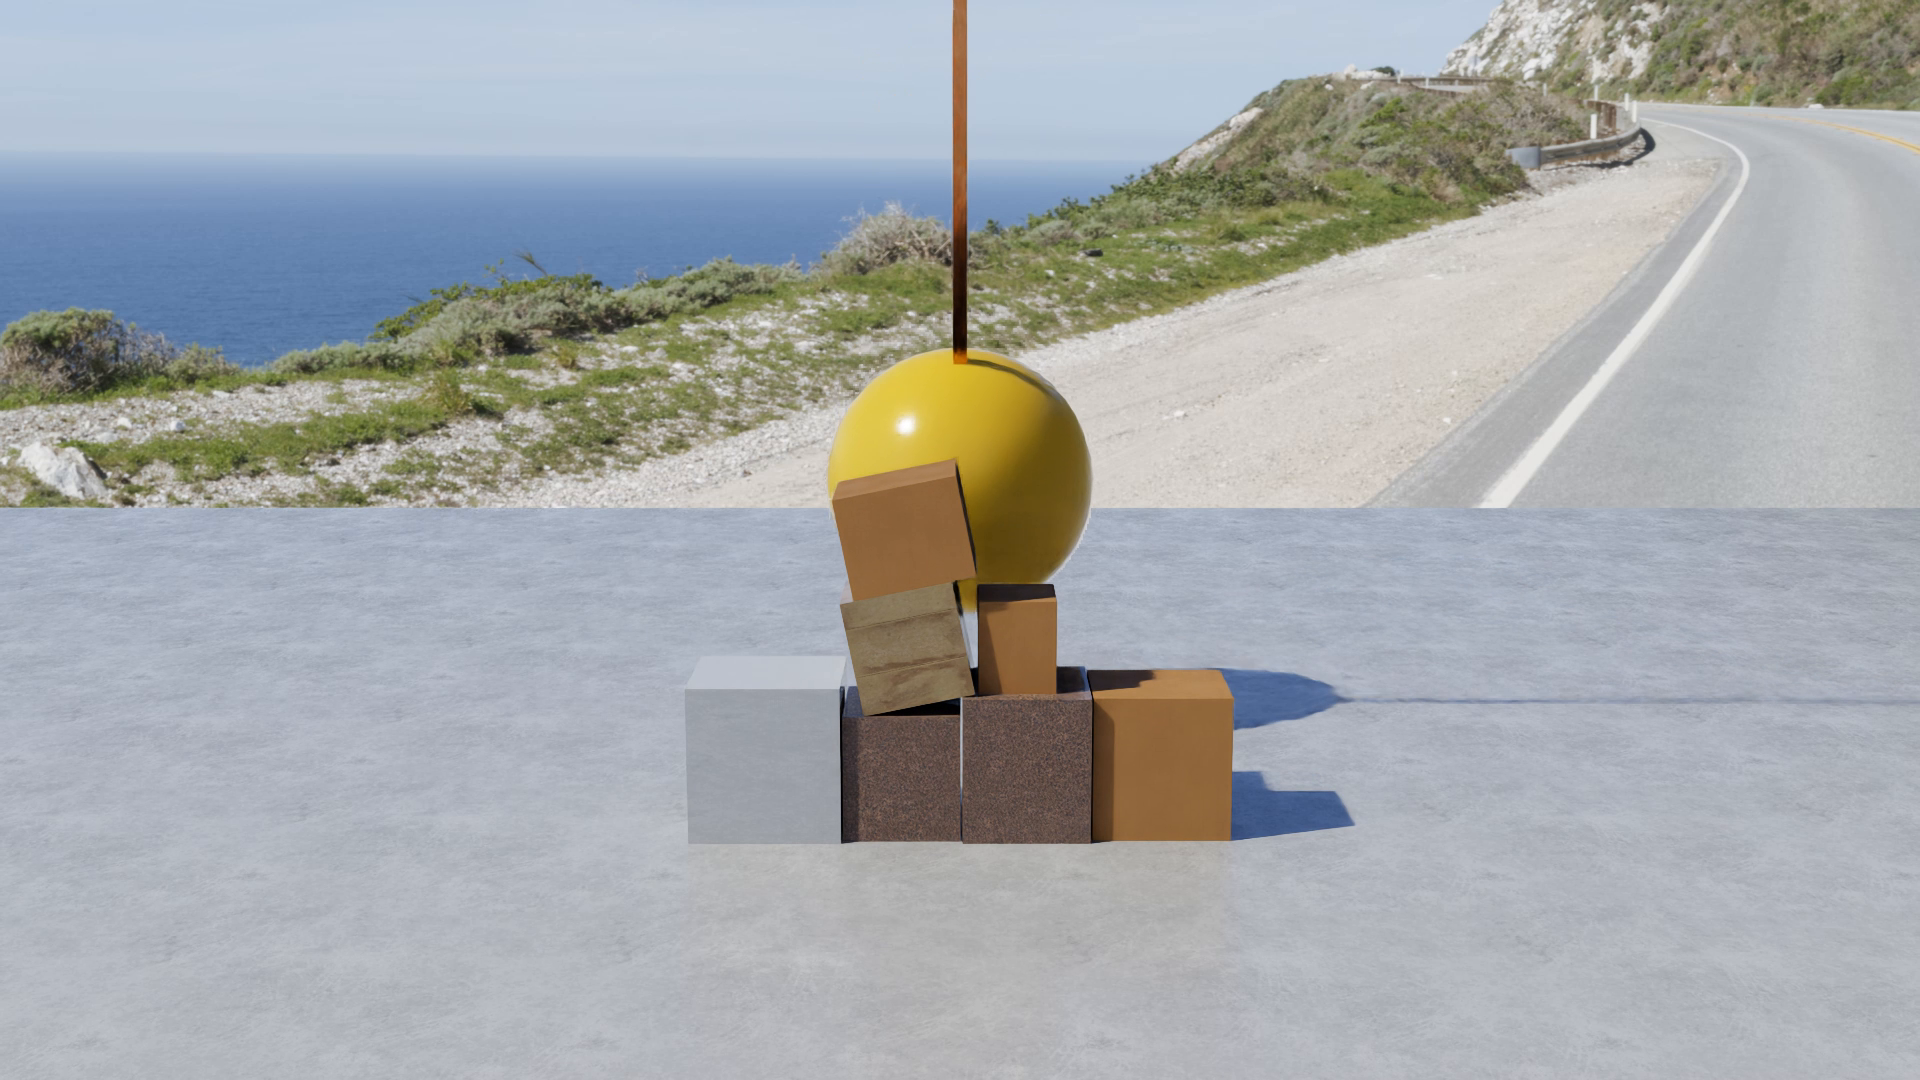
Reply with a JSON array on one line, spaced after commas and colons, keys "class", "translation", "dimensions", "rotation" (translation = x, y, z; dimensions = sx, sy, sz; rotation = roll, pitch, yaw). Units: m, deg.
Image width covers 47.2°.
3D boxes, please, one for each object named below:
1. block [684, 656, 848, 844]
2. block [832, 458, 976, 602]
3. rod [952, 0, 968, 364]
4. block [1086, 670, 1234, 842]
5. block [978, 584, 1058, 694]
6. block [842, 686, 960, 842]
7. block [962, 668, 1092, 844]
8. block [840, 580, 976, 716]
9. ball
[{"class": "block", "translation": [-0.988, 1.076, 11.396], "dimensions": [0.772, 0.805, 0.714], "rotation": [0, 10, 0]}, {"class": "block", "translation": [-0.275, -0.060, 11.192], "dimensions": [0.626, 0.519, 0.612], "rotation": [-11, 10, 2]}, {"class": "rod", "translation": [0.000, -3.284, 11.497], "dimensions": [0.080, 5.200, 0.080], "rotation": [0, 31, 0]}, {"class": "block", "translation": [1.022, 1.106, 11.399], "dimensions": [0.703, 0.745, 0.619], "rotation": [0, 10, 0]}, {"class": "block", "translation": [0.290, 0.503, 11.275], "dimensions": [0.393, 0.475, 0.450], "rotation": [0, 10, 0]}, {"class": "block", "translation": [-0.294, 1.152, 11.408], "dimensions": [0.594, 0.651, 0.642], "rotation": [0, 10, 0]}, {"class": "block", "translation": [0.337, 1.105, 11.389], "dimensions": [0.649, 0.750, 0.691], "rotation": [0, 10, 0]}, {"class": "block", "translation": [-0.261, 0.496, 11.277], "dimensions": [0.571, 0.587, 0.589], "rotation": [-11, 10, 2]}, {"class": "ball", "translation": [0.000, -0.355, 13.224], "dimensions": [1.600, 1.600, 1.600], "rotation": [0, 10, 0]}]
